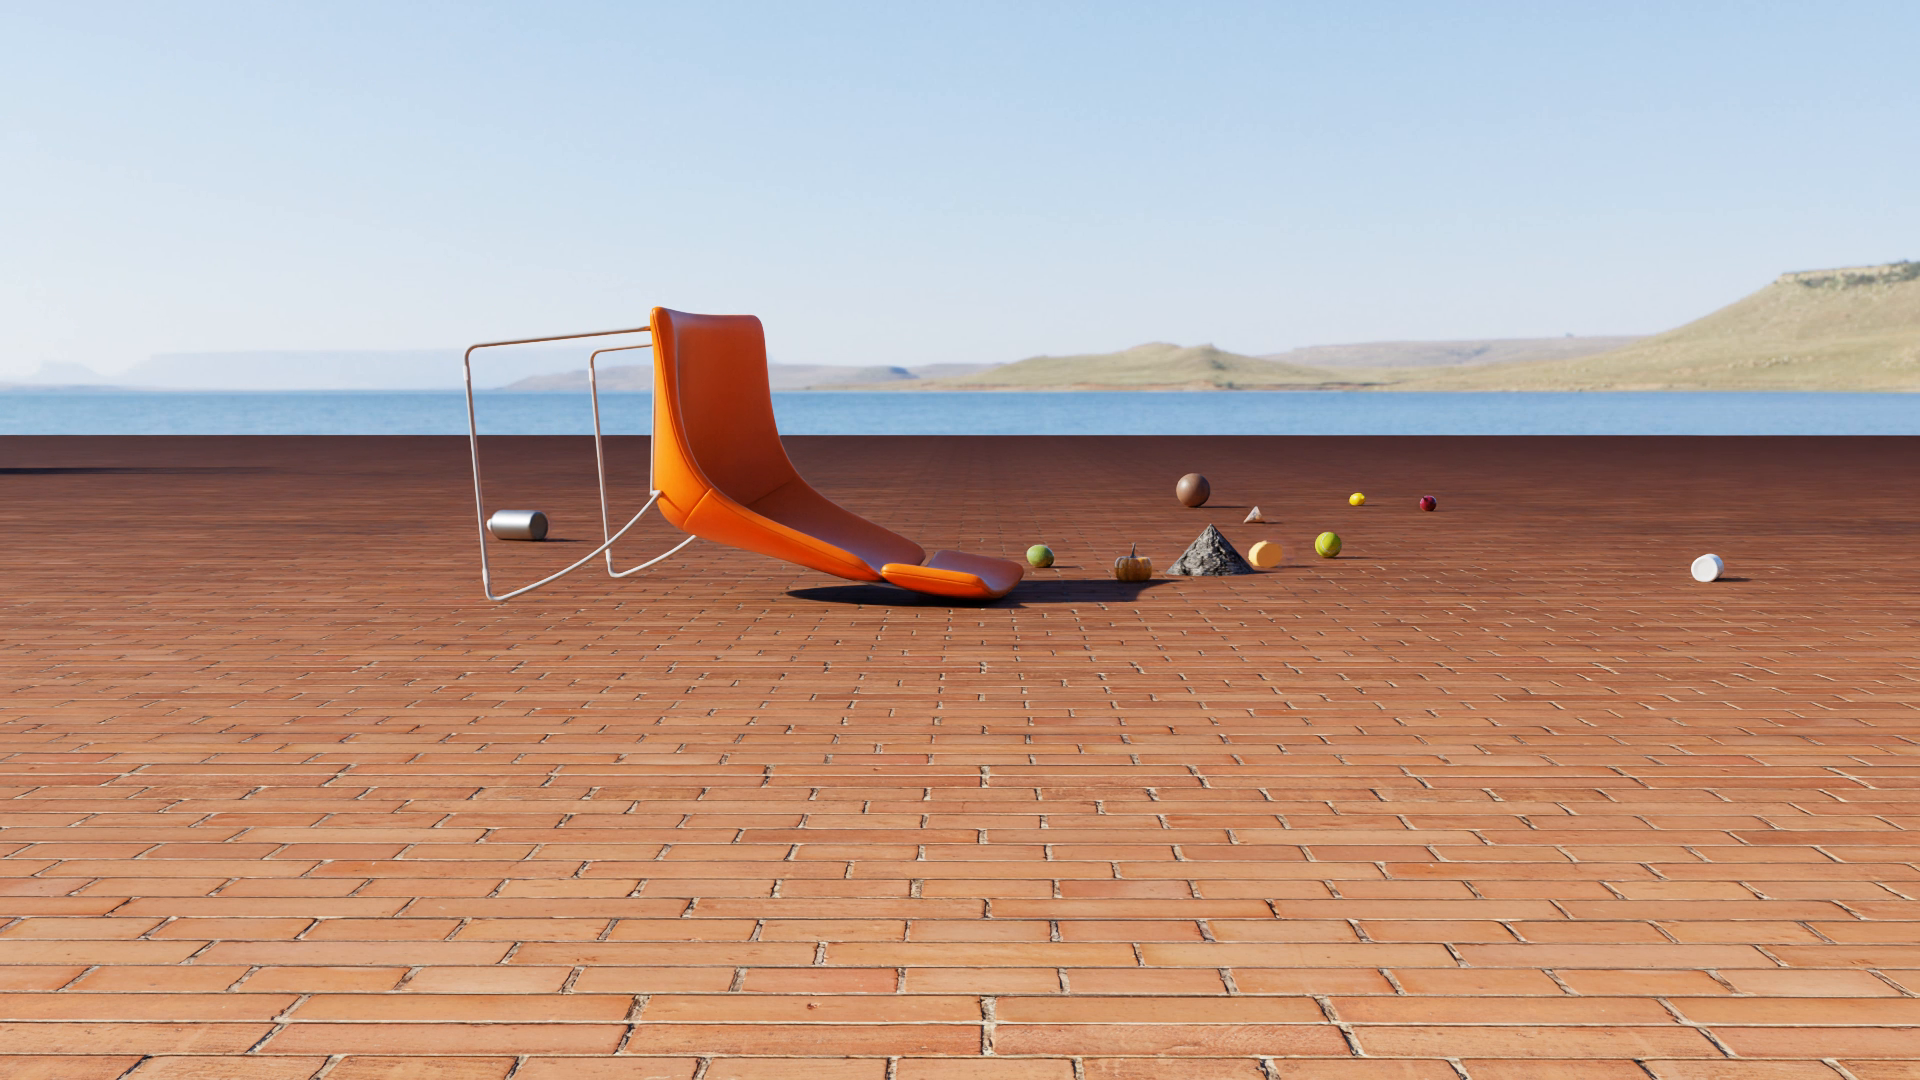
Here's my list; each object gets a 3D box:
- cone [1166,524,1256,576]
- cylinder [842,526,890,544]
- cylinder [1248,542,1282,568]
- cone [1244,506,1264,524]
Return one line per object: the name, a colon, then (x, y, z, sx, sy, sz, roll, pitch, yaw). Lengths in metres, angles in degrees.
cone: (0.614, 0.019, 5.381, 0.232, 0.121, 0.194, -2, 5, -30)
cylinder: (-0.271, -0.014, 6.375, 0.097, 0.051, 0.099, 2, 2, 32)
cylinder: (0.771, 0.037, 5.552, 0.074, 0.060, 0.050, -29, 10, -11)
cone: (0.979, -0.072, 7.373, 0.065, 0.066, 0.076, -28, -5, 8)
